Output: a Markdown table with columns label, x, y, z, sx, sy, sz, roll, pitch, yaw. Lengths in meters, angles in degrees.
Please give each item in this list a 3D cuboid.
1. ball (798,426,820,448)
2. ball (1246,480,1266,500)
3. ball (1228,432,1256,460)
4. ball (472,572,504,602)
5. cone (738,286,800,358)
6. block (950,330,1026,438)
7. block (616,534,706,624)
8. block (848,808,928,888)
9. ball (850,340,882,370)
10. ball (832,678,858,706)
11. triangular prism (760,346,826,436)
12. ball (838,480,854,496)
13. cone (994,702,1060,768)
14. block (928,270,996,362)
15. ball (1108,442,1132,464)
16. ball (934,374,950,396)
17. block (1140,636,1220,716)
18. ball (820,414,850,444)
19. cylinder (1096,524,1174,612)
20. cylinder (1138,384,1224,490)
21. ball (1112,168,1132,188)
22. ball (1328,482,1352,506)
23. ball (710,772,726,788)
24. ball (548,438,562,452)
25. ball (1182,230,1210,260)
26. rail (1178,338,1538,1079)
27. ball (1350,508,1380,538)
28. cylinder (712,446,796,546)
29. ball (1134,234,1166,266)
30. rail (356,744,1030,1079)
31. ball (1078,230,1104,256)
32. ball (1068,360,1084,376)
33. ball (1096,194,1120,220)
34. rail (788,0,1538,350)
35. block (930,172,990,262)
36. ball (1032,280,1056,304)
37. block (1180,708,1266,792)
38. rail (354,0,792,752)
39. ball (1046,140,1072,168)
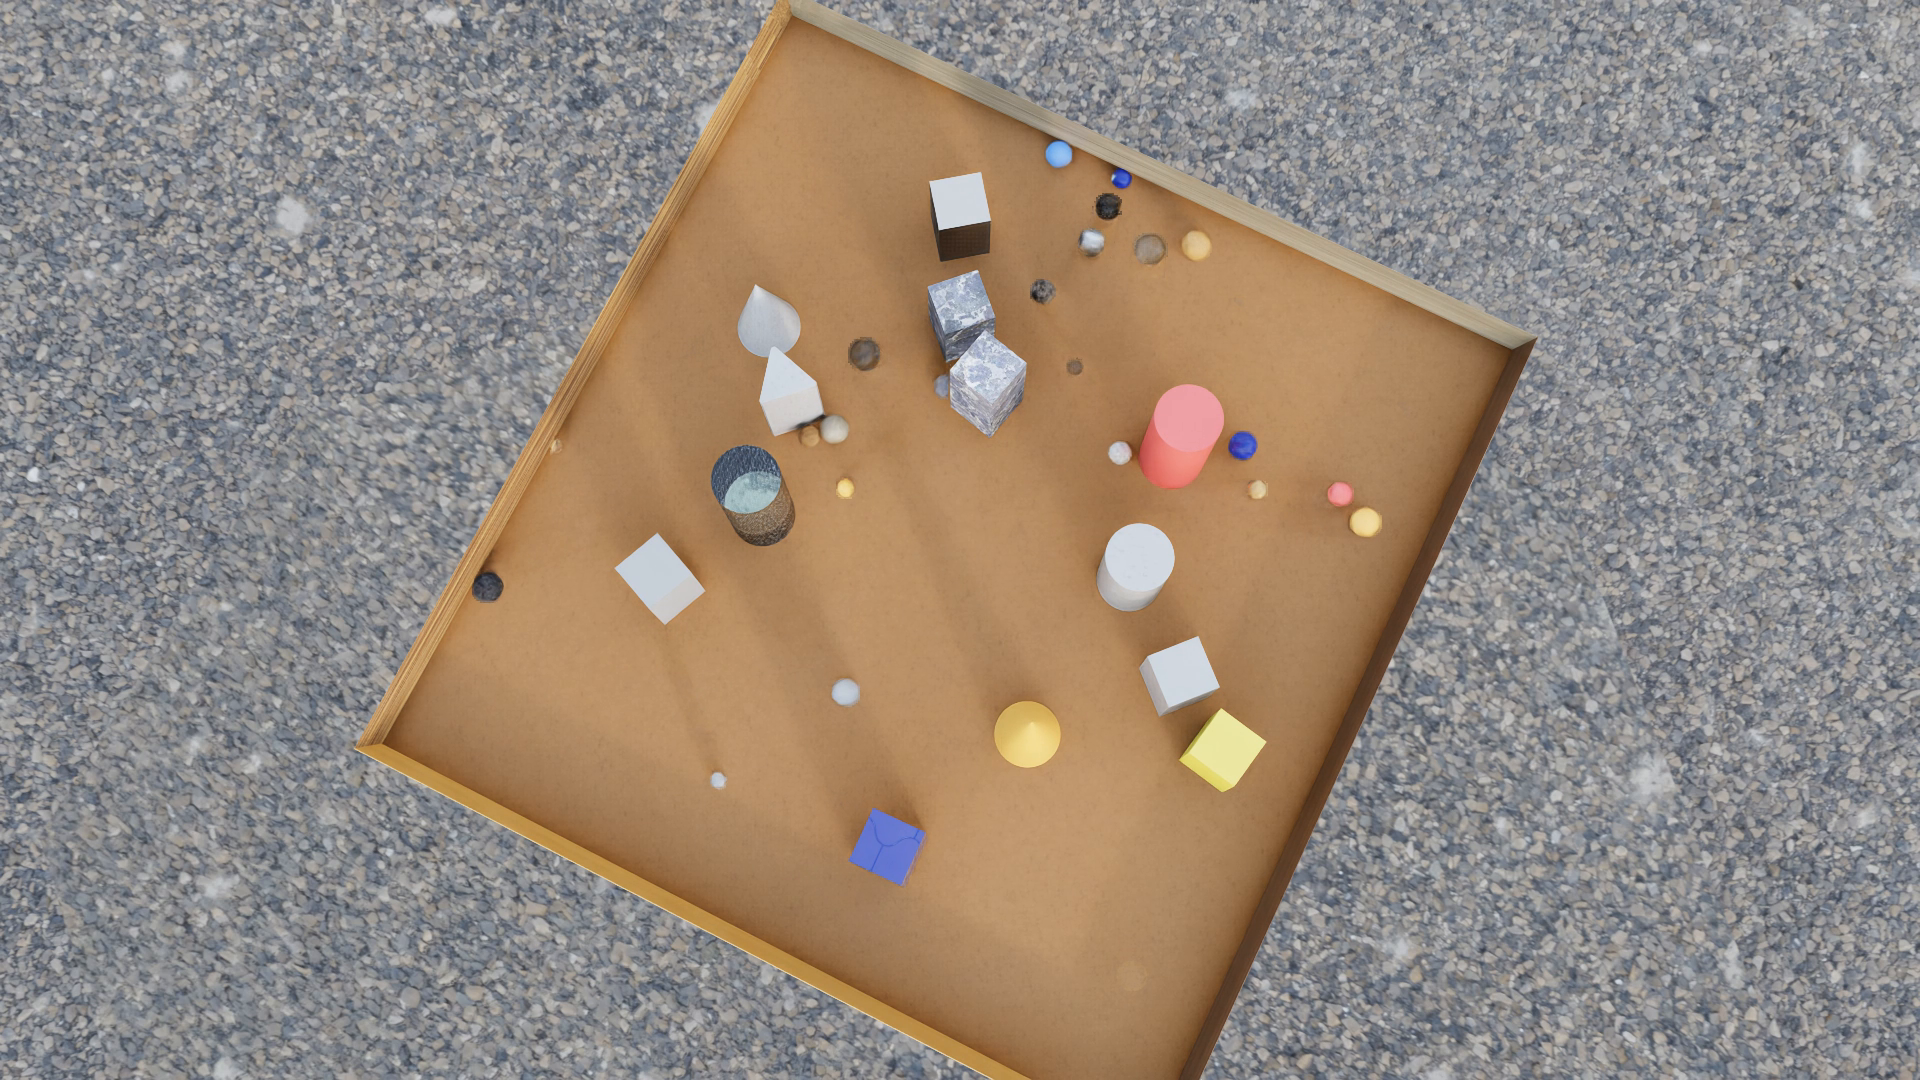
| label | x | y | z | sx | sy | sz | roll | pitch | yaw |
| --- | --- | --- | --- | --- | --- | --- | --- | --- | --- |
| ball | -0.466 | -0.320 | 5.648 | 0.068 | 0.068 | 0.068 | 0 | 78 | 0 |
| ball | 0.909 | -0.155 | 5.618 | 0.060 | 0.060 | 0.060 | 0 | 78 | 0 |
| ball | 0.868 | -0.289 | 5.632 | 0.086 | 0.086 | 0.086 | 0 | 78 | 0 |
| ball | -1.427 | 0.141 | 5.542 | 0.089 | 0.089 | 0.089 | 0 | 78 | 0 |
| cone | -0.599 | -0.709 | 5.562 | 0.199 | 0.395 | 0.199 | 0 | 78 | 0 |
| block | 0.083 | -0.464 | 5.515 | 0.159 | 0.388 | 0.159 | 39 | 81 | 7 |
| block | -0.888 | 0.118 | 5.445 | 0.159 | 0.288 | 0.159 | -40 | 81 | -8 |
| block | -0.201 | 0.883 | 5.236 | 0.159 | 0.388 | 0.159 | 24 | 79 | 5 |
| ball | -0.293 | -0.574 | 5.685 | 0.098 | 0.098 | 0.098 | 0 | 78 | 0 |
| ball | -0.344 | 0.454 | 5.481 | 0.081 | 0.081 | 0.081 | 0 | 78 | 0 |
| triangular prism | -0.522 | -0.458 | 5.521 | 0.172 | 0.372 | 0.149 | -18 | 79 | -4 |
| ball | -0.350 | -0.159 | 5.622 | 0.053 | 0.053 | 0.053 | 0 | 78 | 0 |
| cone | 0.202 | 0.547 | 5.327 | 0.199 | 0.345 | 0.199 | 0 | 78 | 0 |
| block | 0.004 | -0.683 | 5.615 | 0.159 | 0.280 | 0.159 | -19 | 79 | -4 |
| ball | 0.493 | -0.267 | 5.636 | 0.070 | 0.070 | 0.070 | 0 | 78 | 0 |
| ball | -0.049 | -0.478 | 5.681 | 0.068 | 0.068 | 0.068 | 0 | 78 | 0 |
| block | 0.644 | 0.405 | 5.403 | 0.159 | 0.254 | 0.159 | -21 | 79 | -4 |
| ball | -0.387 | -0.342 | 5.641 | 0.091 | 0.091 | 0.091 | 0 | 78 | 0 |
| cylinder | 0.516 | 0.085 | 5.421 | 0.199 | 0.348 | 0.199 | 0 | 78 | 0 |
| cylinder | 0.652 | -0.300 | 5.442 | 0.199 | 0.463 | 0.199 | 0 | 78 | 0 |
| ball | 0.512 | -1.149 | 5.822 | 0.064 | 0.064 | 0.064 | 0 | 78 | 0 |
| ball | 1.163 | -0.140 | 5.607 | 0.075 | 0.075 | 0.075 | 0 | 78 | 0 |
| ball | -0.720 | 0.713 | 5.445 | 0.046 | 0.046 | 0.046 | 0 | 78 | 0 |
| ball | -1.248 | -0.291 | 5.654 | 0.045 | 0.045 | 0.045 | 0 | 78 | 0 |
| ball | 0.742 | -0.927 | 5.762 | 0.091 | 0.091 | 0.091 | 0 | 78 | 0 |
| rail | 1.145 | 0.568 | 5.432 | 0.045 | 0.129 | 2.711 | 26 | 80 | 5 |
| ball | 1.233 | -0.054 | 5.582 | 0.091 | 0.091 | 0.091 | 0 | 78 | 0 |
| cylinder | -0.605 | -0.125 | 5.405 | 0.199 | 0.465 | 0.199 | 0 | 78 | 0 |
| ball | 0.596 | -0.911 | 5.755 | 0.099 | 0.099 | 0.099 | 0 | 78 | 0 |
| rail | -0.596 | 1.174 | 5.307 | 2.608 | 0.129 | 0.045 | 26 | 80 | 5 |
| ball | 0.414 | -0.935 | 5.767 | 0.084 | 0.084 | 0.084 | 0 | 78 | 0 |
| ball | 0.359 | -0.537 | 5.703 | 0.049 | 0.049 | 0.049 | 0 | 78 | 0 |
| ball | 0.468 | -1.051 | 5.794 | 0.079 | 0.079 | 0.079 | 0 | 78 | 0 |
| rail | 0.596 | -1.160 | 5.790 | 2.608 | 0.129 | 0.045 | 26 | 80 | 5 |
| block | 0.000 | -0.999 | 5.684 | 0.159 | 0.274 | 0.159 | -11 | 79 | -2 |
| ball | 0.262 | -0.777 | 5.740 | 0.074 | 0.074 | 0.074 | 0 | 78 | 0 |
| block | 0.766 | 0.618 | 5.363 | 0.159 | 0.246 | 0.159 | 37 | 81 | 7 |
| rail | -1.145 | -0.554 | 5.664 | 0.045 | 0.129 | 2.711 | 26 | 80 | 5 |
| ball | 0.316 | -1.226 | 5.827 | 0.084 | 0.084 | 0.084 | 0 | 78 | 0 |
